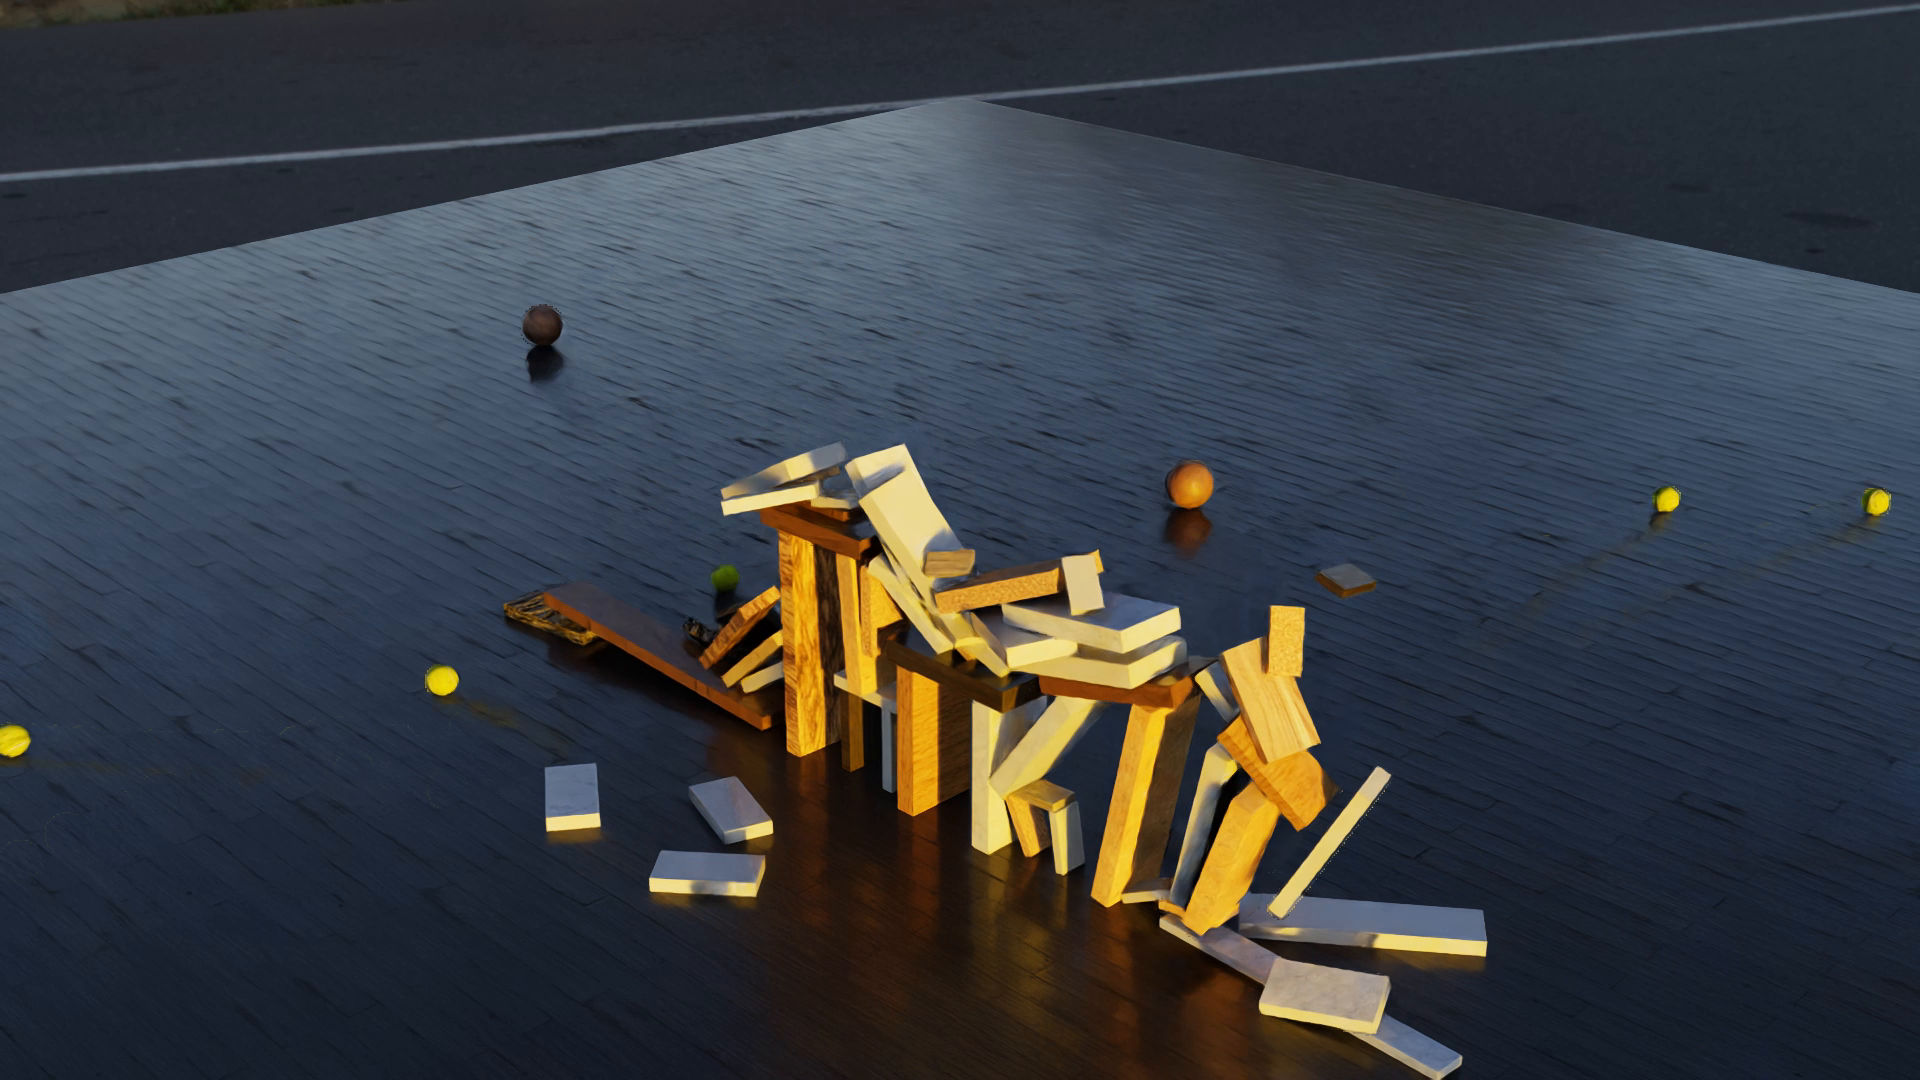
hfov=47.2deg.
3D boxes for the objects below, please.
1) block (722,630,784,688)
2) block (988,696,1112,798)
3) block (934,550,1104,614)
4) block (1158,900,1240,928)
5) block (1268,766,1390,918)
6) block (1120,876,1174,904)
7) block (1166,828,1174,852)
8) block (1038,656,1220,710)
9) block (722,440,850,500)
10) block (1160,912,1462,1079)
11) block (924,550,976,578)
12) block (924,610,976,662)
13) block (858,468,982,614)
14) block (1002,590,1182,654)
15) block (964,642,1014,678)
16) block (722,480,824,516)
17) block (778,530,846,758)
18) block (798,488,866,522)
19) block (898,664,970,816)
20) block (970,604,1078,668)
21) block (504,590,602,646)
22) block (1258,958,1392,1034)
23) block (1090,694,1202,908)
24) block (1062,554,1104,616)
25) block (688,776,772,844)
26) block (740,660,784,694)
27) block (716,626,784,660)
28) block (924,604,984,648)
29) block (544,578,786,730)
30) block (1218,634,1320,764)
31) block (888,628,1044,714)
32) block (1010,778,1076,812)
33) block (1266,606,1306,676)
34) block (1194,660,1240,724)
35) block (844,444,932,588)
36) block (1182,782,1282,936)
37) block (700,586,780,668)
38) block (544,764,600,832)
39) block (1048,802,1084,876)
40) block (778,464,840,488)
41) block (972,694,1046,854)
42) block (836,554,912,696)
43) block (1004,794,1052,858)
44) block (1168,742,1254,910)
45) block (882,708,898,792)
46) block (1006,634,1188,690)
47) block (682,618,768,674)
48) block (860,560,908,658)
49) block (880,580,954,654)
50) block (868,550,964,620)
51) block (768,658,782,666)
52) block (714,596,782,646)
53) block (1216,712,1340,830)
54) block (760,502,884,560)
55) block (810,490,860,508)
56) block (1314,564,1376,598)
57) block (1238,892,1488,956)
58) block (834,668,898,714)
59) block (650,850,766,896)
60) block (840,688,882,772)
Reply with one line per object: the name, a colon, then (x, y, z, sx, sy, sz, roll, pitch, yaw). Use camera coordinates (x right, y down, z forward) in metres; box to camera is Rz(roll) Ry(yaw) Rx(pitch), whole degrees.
block: (-0.417, 0.241, 4.757, 0.102, 0.029, 0.312, -31, -4, -33)
block: (0.182, 0.369, 4.178, 0.151, 0.302, 0.043, -22, 67, -41)
block: (0.109, 0.080, 4.107, 0.292, 0.041, 0.146, -12, 7, 41)
block: (0.439, 0.675, 4.052, 0.068, 0.019, 0.135, -23, 23, -39)
block: (0.644, 0.529, 3.837, 0.029, 0.314, 0.102, 38, 35, 12)
block: (0.370, 0.653, 4.114, 0.068, 0.019, 0.135, -23, 3, -40)
block: (0.370, 0.580, 4.335, 0.095, 0.048, 0.014, 12, -14, 27)
block: (0.308, 0.248, 4.005, 0.302, 0.043, 0.151, 3, 19, 42)
block: (-0.368, -0.136, 4.587, 0.146, 0.041, 0.292, -22, 1, -34)
block: (0.605, 0.789, 3.876, 0.068, 0.019, 0.627, -19, 30, -38)
block: (-0.019, 0.045, 4.148, 0.095, 0.014, 0.048, -4, 64, 26)
block: (-0.001, 0.173, 4.296, 0.067, 0.019, 0.133, -23, 63, -42)
block: (-0.072, 0.002, 4.228, 0.037, 0.263, 0.131, -34, 0, 44)
block: (0.235, 0.137, 3.980, 0.146, 0.041, 0.313, -20, 20, -37)
block: (0.057, 0.210, 4.243, 0.067, 0.019, 0.133, -21, 49, -41)
block: (-0.377, -0.087, 4.446, 0.192, 0.027, 0.096, -10, 7, 8)
block: (-0.302, 0.200, 4.632, 0.149, 0.514, 0.042, -20, 29, -38)
block: (-0.260, -0.073, 4.483, 0.135, 0.019, 0.068, 20, 30, 40)
block: (-0.052, 0.381, 4.447, 0.046, 0.324, 0.162, 22, 31, 40)
block: (0.117, 0.168, 4.074, 0.131, 0.037, 0.263, -11, 16, -11)
block: (-0.964, 0.186, 5.285, 0.279, 0.030, 0.106, 18, 29, 35)
block: (0.630, 0.787, 3.801, 0.204, 0.029, 0.102, 5, 42, 27)
block: (0.345, 0.470, 4.079, 0.043, 0.449, 0.151, 32, 38, 34)
block: (0.220, 0.081, 3.944, 0.059, 0.017, 0.118, -4, 54, -6)
block: (-0.464, 0.544, 4.441, 0.102, 0.029, 0.204, -11, 25, -24)
block: (-0.369, 0.281, 4.796, 0.115, 0.033, 0.230, -13, -8, -41)
block: (-0.453, 0.236, 5.019, 0.211, 0.106, 0.030, 5, 63, 47)
block: (-0.010, 0.154, 4.259, 0.067, 0.019, 0.133, -8, 41, -30)
block: (-0.671, 0.254, 5.046, 0.785, 0.033, 0.115, 25, 31, 38)
block: (0.531, 0.272, 3.775, 0.102, 0.204, 0.029, -19, -10, -14)
block: (0.026, 0.240, 4.307, 0.162, 0.046, 0.324, -21, 31, -40)
block: (0.154, 0.489, 4.262, 0.129, 0.018, 0.064, 18, 29, 41)
block: (0.557, 0.173, 3.764, 0.059, 0.118, 0.017, 3, -1, -5)
block: (0.514, 0.303, 3.874, 0.107, 0.030, 0.214, -25, 76, -44)
block: (-0.110, -0.049, 4.287, 0.131, 0.263, 0.037, -19, -11, -40)
block: (0.496, 0.548, 3.907, 0.044, 0.312, 0.156, 34, 41, 23)
block: (-0.473, 0.190, 4.712, 0.096, 0.027, 0.382, -35, -5, -27)
block: (-0.792, 0.523, 4.489, 0.106, 0.030, 0.211, -4, 23, -10)
block: (0.207, 0.574, 4.243, 0.018, 0.129, 0.064, 9, 22, 45)
block: (-0.321, -0.121, 4.559, 0.135, 0.019, 0.068, -20, 1, 16)
block: (0.096, 0.438, 4.313, 0.046, 0.324, 0.162, 21, 31, 40)
block: (-0.170, 0.151, 4.469, 0.042, 0.299, 0.149, 15, 27, 43)
block: (0.135, 0.549, 4.309, 0.064, 0.129, 0.018, -23, 6, -42)
block: (0.469, 0.494, 3.952, 0.044, 0.342, 0.156, 29, 36, 28)
block: (-0.117, 0.418, 4.534, 0.027, 0.188, 0.094, 21, 31, 41)
block: (0.246, 0.208, 4.022, 0.156, 0.044, 0.312, -22, 19, -40)
block: (-0.528, 0.253, 5.027, 0.229, 0.115, 0.033, 24, 75, 43)
block: (-0.152, 0.127, 4.411, 0.029, 0.202, 0.101, 23, 34, 39)
block: (-0.062, 0.127, 4.342, 0.101, 0.029, 0.202, -22, 64, -41)
block: (-0.069, 0.078, 4.301, 0.202, 0.029, 0.101, 28, 37, 18)
block: (-0.343, 0.293, 4.986, 0.209, 0.014, 0.048, 12, -8, 7)
block: (-0.458, 0.179, 4.832, 0.192, 0.096, 0.027, -21, 32, 58)
block: (0.550, 0.384, 3.796, 0.107, 0.214, 0.030, -40, -1, -35)
block: (-0.253, -0.037, 4.476, 0.299, 0.042, 0.149, 20, 30, 40)
block: (-0.234, -0.082, 4.409, 0.068, 0.019, 0.135, -18, 13, -35)
block: (0.666, 0.070, 3.796, 0.059, 0.017, 0.118, 37, 27, 27)
block: (0.739, 0.707, 4.056, 0.446, 0.030, 0.107, 3, 23, 7)
block: (-0.162, 0.302, 4.533, 0.094, 0.027, 0.188, -21, 31, -41)
block: (-0.483, 0.639, 4.217, 0.204, 0.029, 0.102, 2, 23, 5)
block: (-0.206, 0.384, 4.616, 0.027, 0.188, 0.094, 21, 31, 41)
